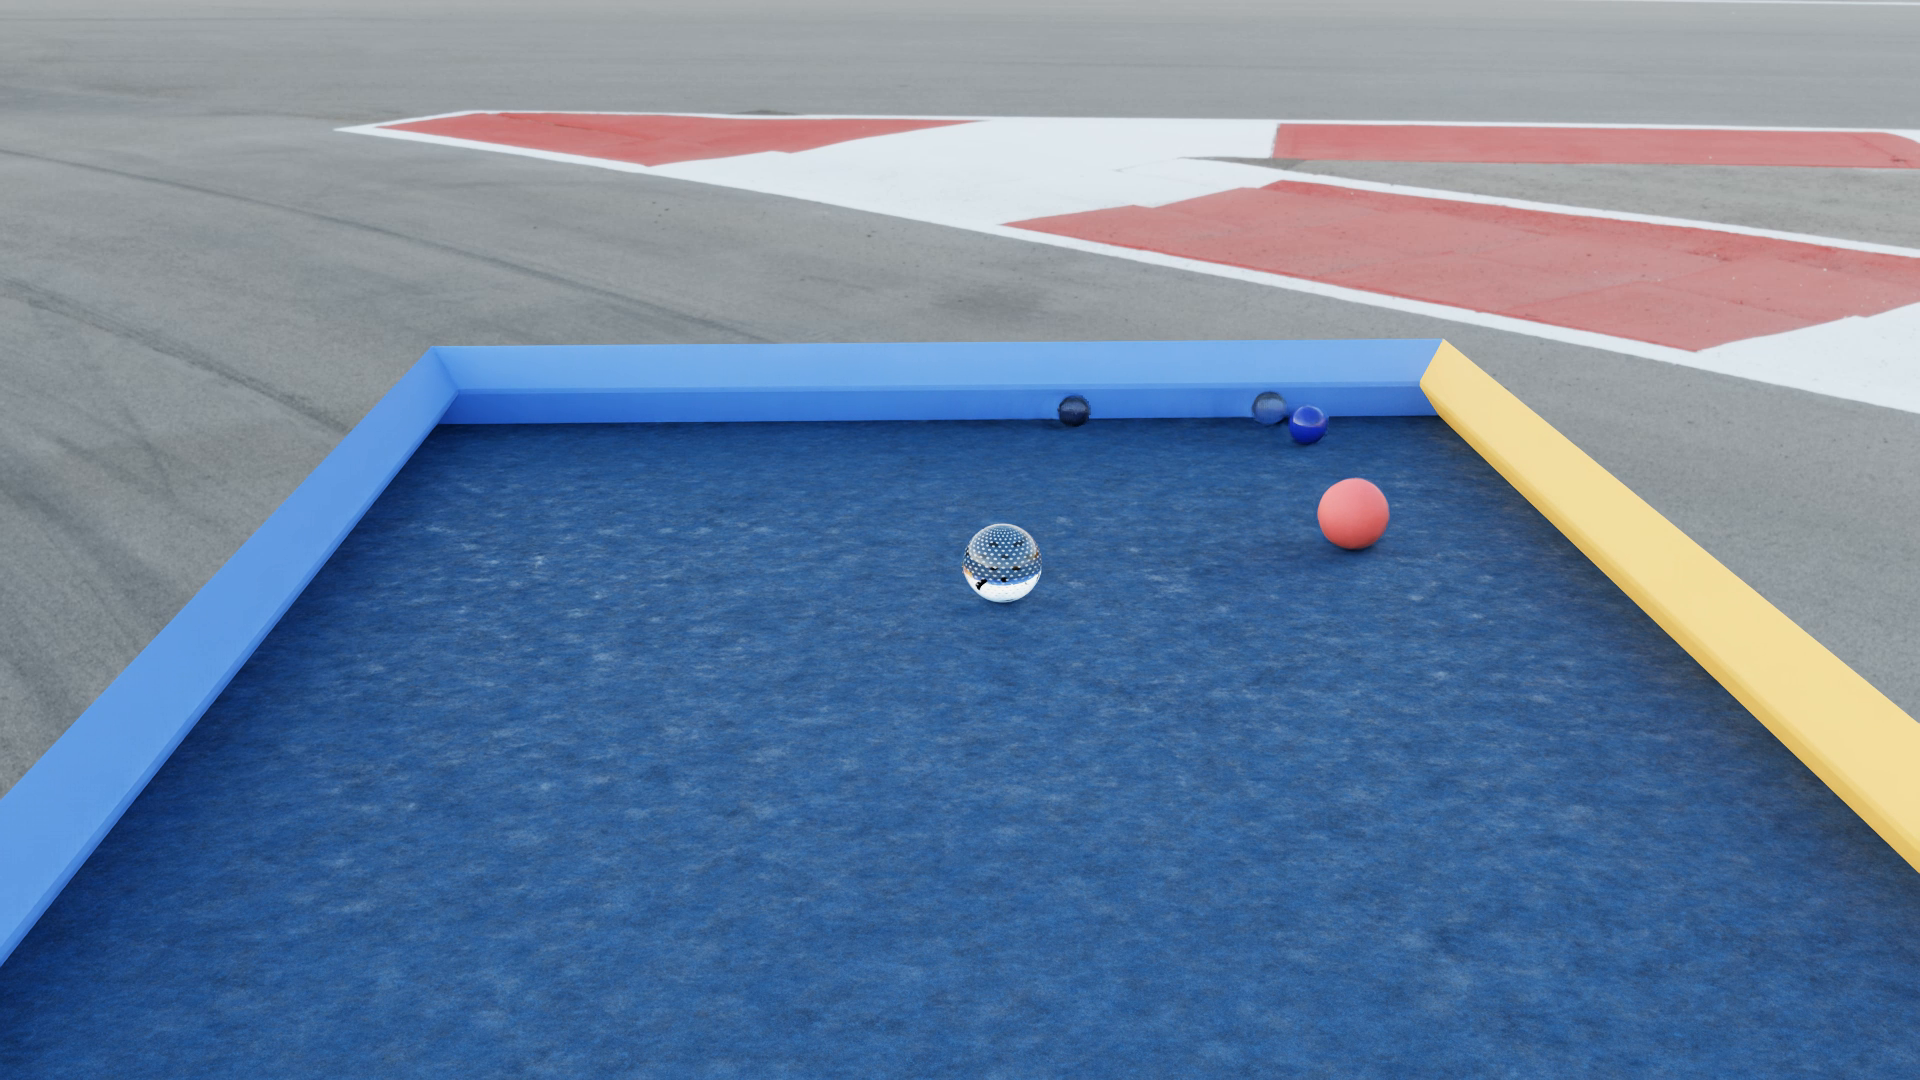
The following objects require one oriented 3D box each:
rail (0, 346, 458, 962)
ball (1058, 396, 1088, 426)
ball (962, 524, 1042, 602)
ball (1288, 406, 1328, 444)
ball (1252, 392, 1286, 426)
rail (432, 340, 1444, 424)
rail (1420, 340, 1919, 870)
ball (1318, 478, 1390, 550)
[{"bbox_3d":[-0.717,0.199,1.882,0.045,0.118,3.014,-1,17,-2],"label":"rail"},{"bbox_3d":[0.171,-0.195,3.320,0.046,0.046,0.046,0,17,0],"label":"ball"},{"bbox_3d":[0.048,0.026,2.508,0.091,0.091,0.091,0,17,0],"label":"ball"},{"bbox_3d":[0.509,-0.168,3.214,0.057,0.057,0.057,0,17,0],"label":"ball"},{"bbox_3d":[0.467,-0.199,3.325,0.051,0.051,0.051,0,17,0],"label":"ball"},{"bbox_3d":[-0.027,-0.236,3.328,1.538,0.118,0.045,-1,17,-2],"label":"rail"},{"bbox_3d":[0.773,0.183,1.935,0.045,0.118,3.014,-1,17,-2],"label":"rail"},{"bbox_3d":[0.485,-0.032,2.707,0.087,0.087,0.087,0,17,0],"label":"ball"}]
